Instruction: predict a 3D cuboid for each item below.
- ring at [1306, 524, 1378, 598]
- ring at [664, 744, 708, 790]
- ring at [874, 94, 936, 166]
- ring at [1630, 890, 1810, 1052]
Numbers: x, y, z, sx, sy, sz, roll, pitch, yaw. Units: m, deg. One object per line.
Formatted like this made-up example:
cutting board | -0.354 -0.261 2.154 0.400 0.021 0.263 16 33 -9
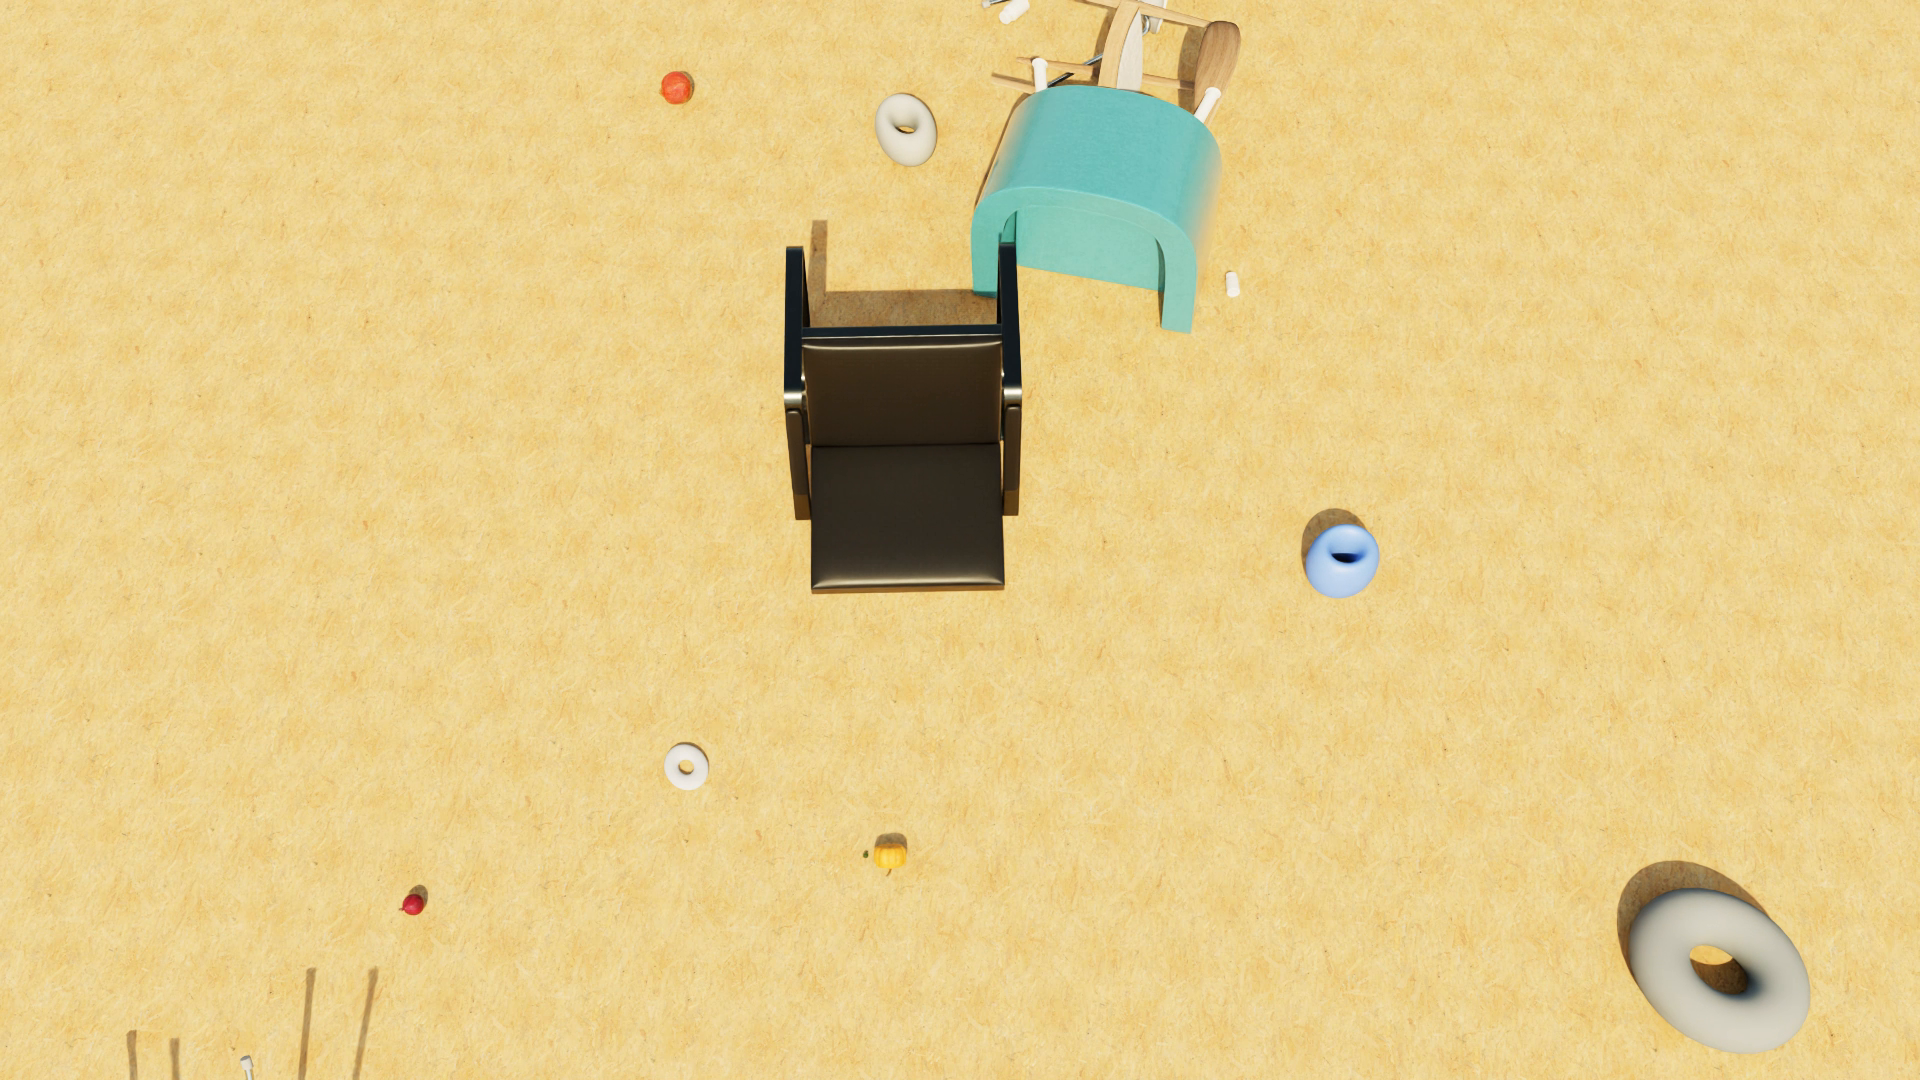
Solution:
ring | 1.120 0.062 6.438 0.221 0.161 0.198 -28 62 -20
ring | -0.763 0.634 6.132 0.120 0.028 0.149 -23 59 -14
ring | -0.183 -1.384 7.426 0.201 0.130 0.281 -18 59 -9
ring | 1.976 1.119 5.727 0.484 0.165 0.405 39 65 22
